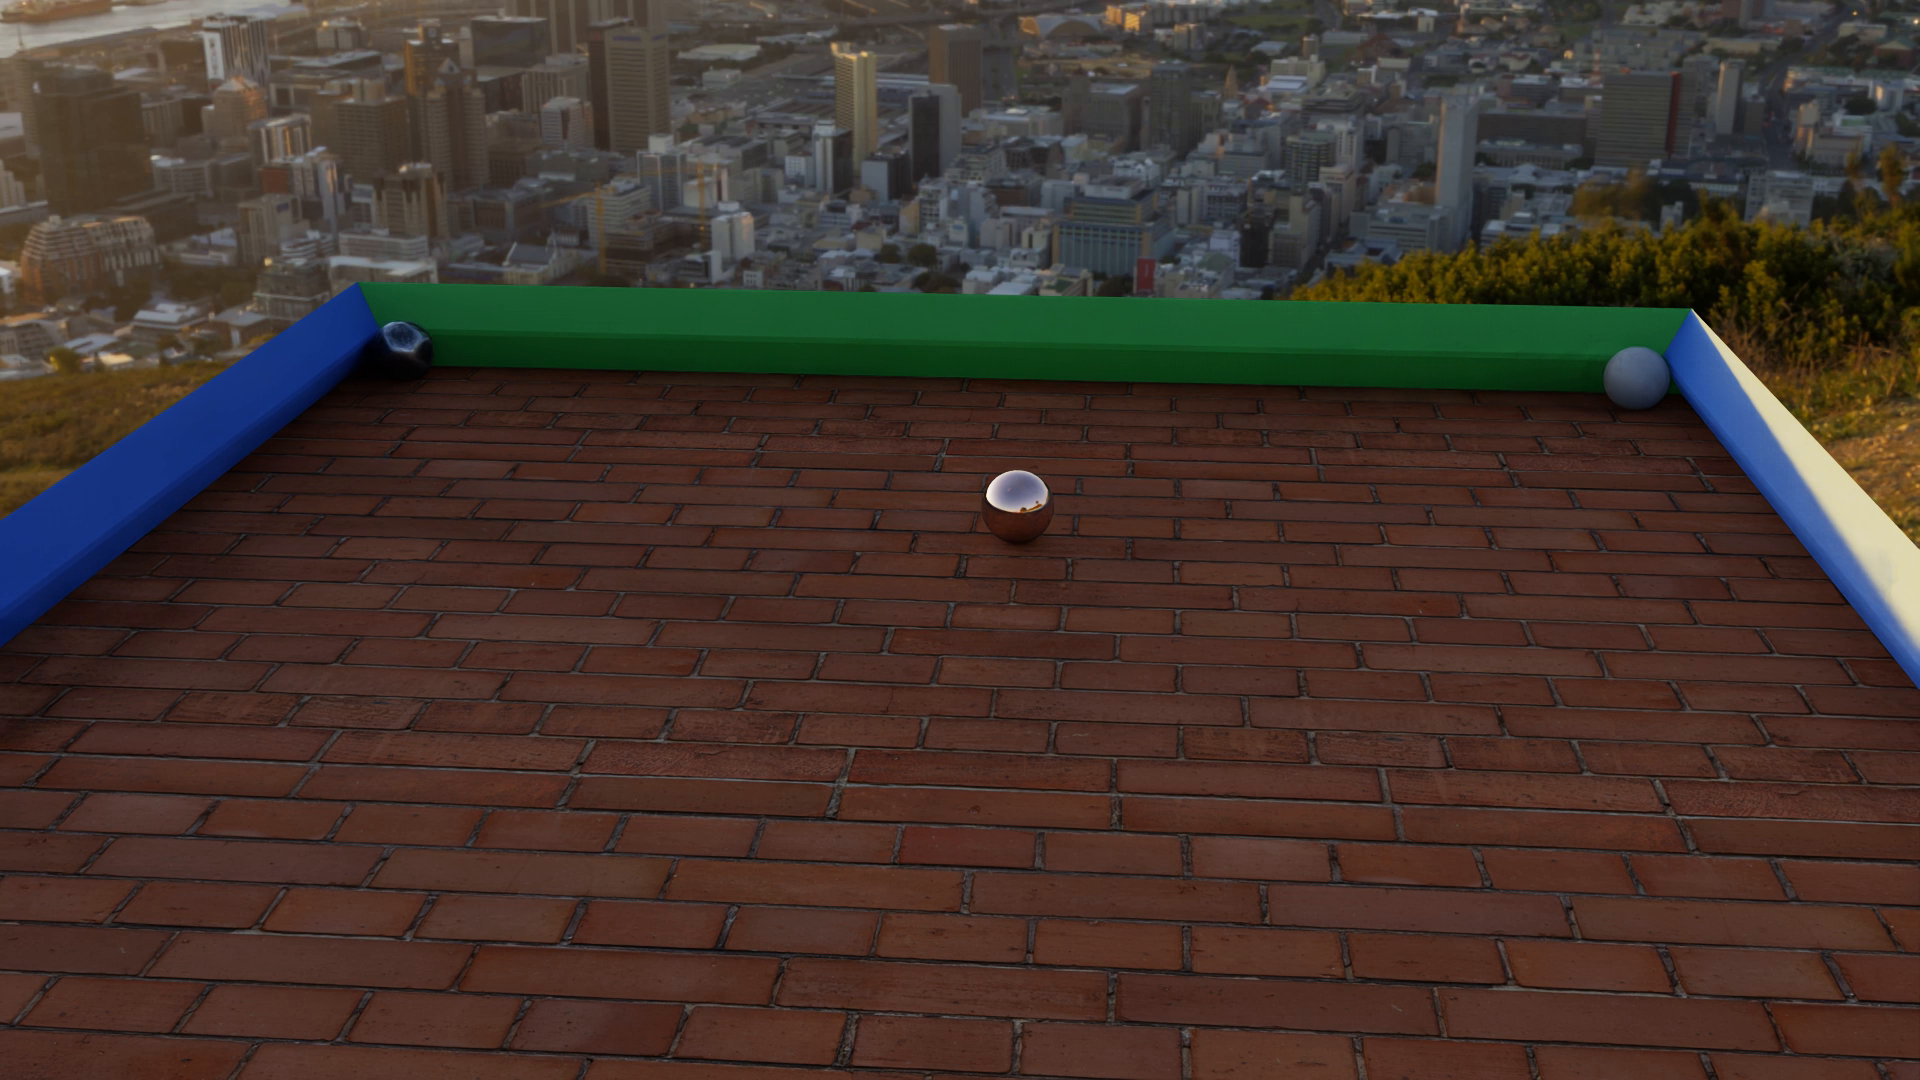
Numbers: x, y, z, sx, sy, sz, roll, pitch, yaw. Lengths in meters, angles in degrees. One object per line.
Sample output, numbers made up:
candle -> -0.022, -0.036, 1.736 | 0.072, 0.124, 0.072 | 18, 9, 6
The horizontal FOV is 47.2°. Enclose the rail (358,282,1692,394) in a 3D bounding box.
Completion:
rail -> 0.070, -0.298, 3.282 | 1.998, 0.127, 0.045 | 2, 20, 5

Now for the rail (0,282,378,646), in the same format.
rail -> -1.044, 0.240, 1.793 | 0.045, 0.127, 3.391 | 2, 20, 5

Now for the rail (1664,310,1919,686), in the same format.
rail -> 0.900, 0.297, 1.637 | 0.045, 0.127, 3.391 | 2, 20, 5

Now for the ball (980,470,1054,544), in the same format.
ball -> 0.069, -0.040, 2.630 | 0.088, 0.088, 0.088 | 0, 20, 0

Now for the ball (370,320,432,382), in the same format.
ball -> -0.838, -0.283, 3.300 | 0.090, 0.090, 0.090 | 0, 20, 0

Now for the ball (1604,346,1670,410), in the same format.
ball -> 0.970, -0.231, 3.154 | 0.092, 0.092, 0.092 | 0, 20, 0
